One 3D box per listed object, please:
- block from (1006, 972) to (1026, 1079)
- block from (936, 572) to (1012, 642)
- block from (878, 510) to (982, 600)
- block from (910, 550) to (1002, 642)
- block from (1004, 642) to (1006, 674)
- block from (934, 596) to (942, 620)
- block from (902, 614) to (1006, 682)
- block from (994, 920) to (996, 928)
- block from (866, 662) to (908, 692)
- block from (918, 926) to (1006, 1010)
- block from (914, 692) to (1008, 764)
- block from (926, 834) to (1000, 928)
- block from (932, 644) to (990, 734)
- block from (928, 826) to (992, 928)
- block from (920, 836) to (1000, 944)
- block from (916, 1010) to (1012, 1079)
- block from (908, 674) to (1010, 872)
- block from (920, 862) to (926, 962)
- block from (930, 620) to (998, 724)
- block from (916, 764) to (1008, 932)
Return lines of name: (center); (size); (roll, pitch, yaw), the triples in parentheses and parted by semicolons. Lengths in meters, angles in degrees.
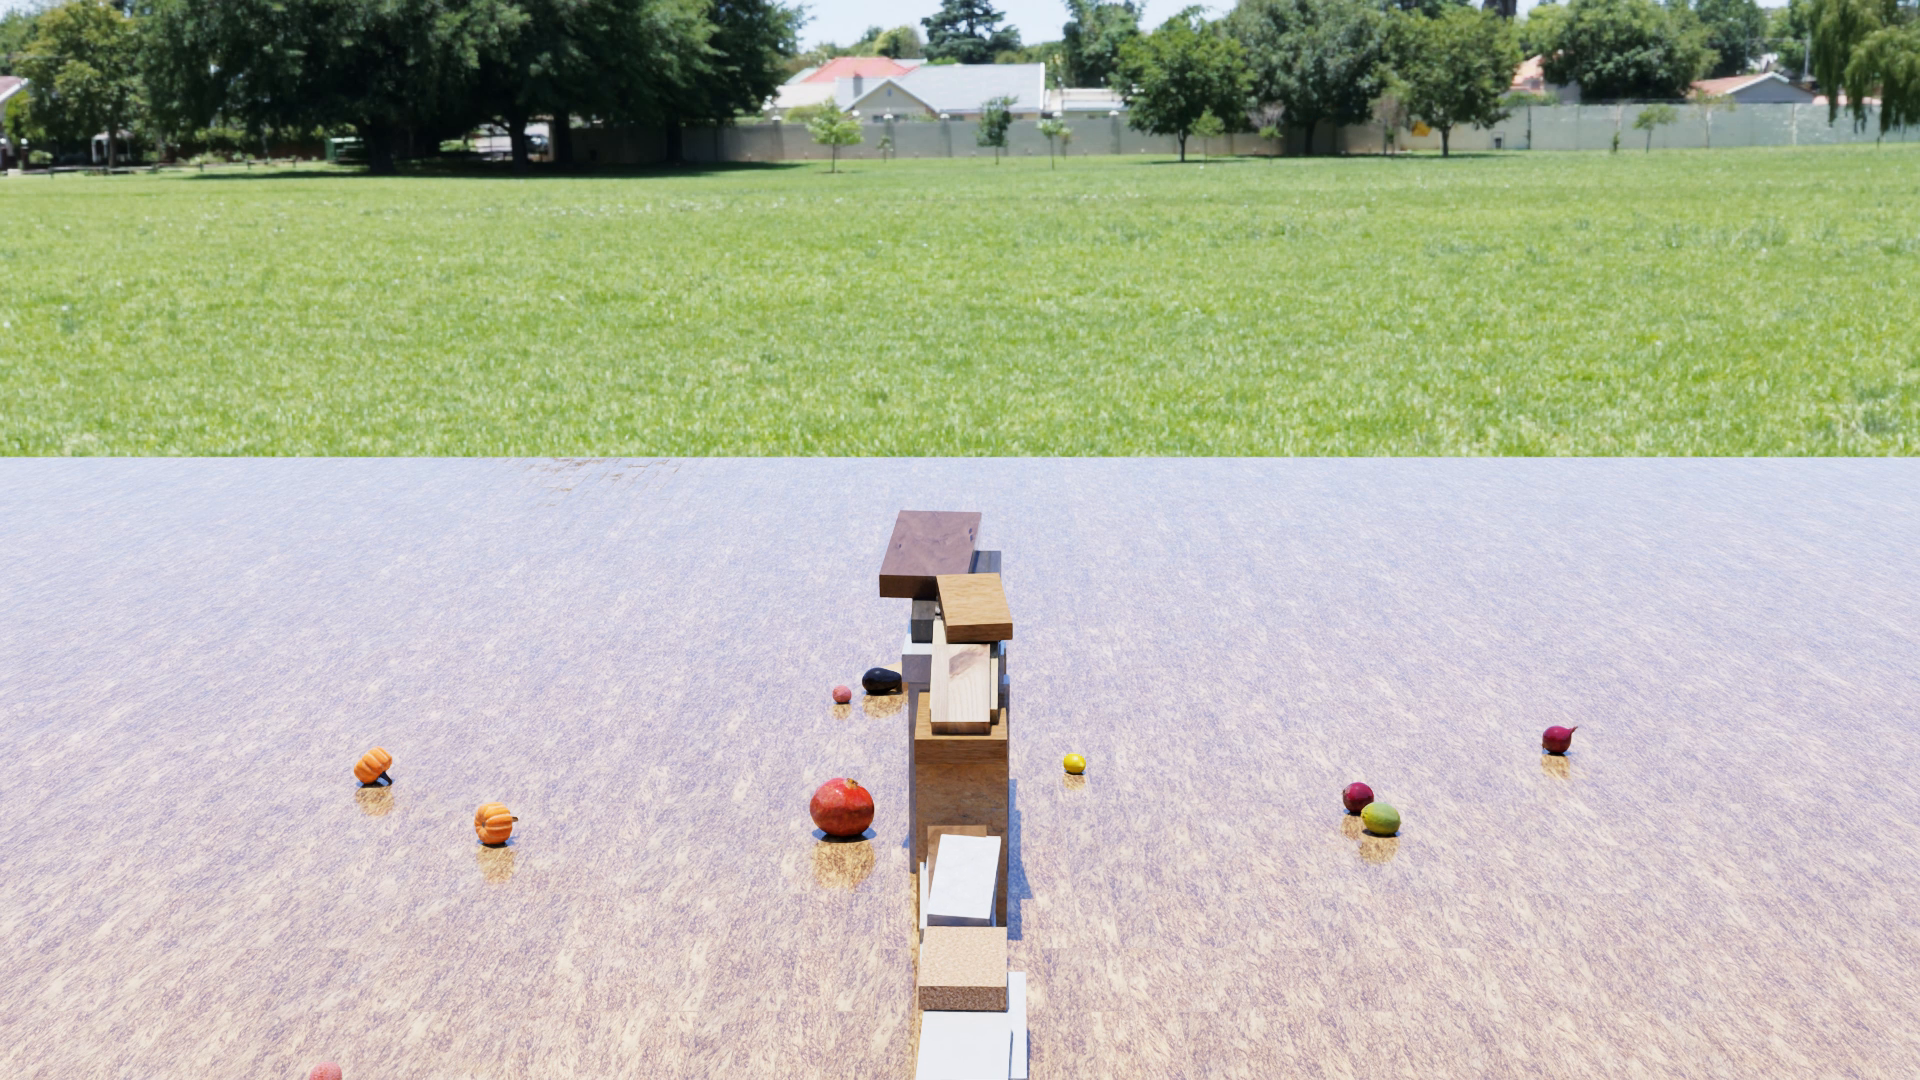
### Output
block: (0.031, 0.671, 2.992); (0.118, 0.034, 0.237); (0, 24, 1)
block: (0.023, 0.111, 3.658); (0.107, 0.030, 0.214); (-2, 22, -5)
block: (-0.050, 0.024, 3.953); (0.153, 0.043, 0.306); (1, 22, 5)
block: (-0.004, 0.097, 3.888); (0.153, 0.043, 0.306); (0, 22, 1)
block: (-0.002, 0.357, 3.990); (0.171, 0.341, 0.048); (0, 11, 0)
block: (0.010, 0.176, 3.662); (0.107, 0.030, 0.214); (1, 39, 2)
block: (-0.008, 0.185, 3.840); (0.171, 0.048, 0.341); (0, 10, 2)
block: (0.000, 0.610, 3.270); (0.109, 0.031, 0.219); (0, 32, -1)
block: (-0.105, 0.308, 5.103); (0.109, 0.031, 0.218); (8, 13, 38)
block: (0.006, 0.595, 3.064); (0.118, 0.034, 0.237); (0, 9, 1)
block: (0.002, 0.302, 3.542); (0.143, 0.041, 0.286); (0, 11, 0)
block: (0.007, 0.509, 3.271); (0.091, 0.026, 0.182); (4, 32, 5)
block: (0.002, 0.235, 3.492); (0.091, 0.026, 0.182); (0, 38, 1)
block: (-0.002, 0.521, 3.300); (0.091, 0.026, 0.259); (0, 32, -1)
block: (0.001, 0.530, 3.340); (0.109, 0.031, 0.219); (2, 32, 3)
block: (0.004, 0.694, 2.860); (0.118, 0.034, 0.237); (1, 25, 3)
block: (-0.001, 0.399, 3.753); (0.171, 0.341, 0.048); (0, 15, 0)
block: (-0.006, 0.583, 3.373); (0.109, 0.031, 0.219); (0, 36, -1)
block: (0.008, 0.212, 3.566); (0.107, 0.030, 0.214); (0, 38, 1)
block: (0.003, 0.479, 3.485); (0.143, 0.286, 0.041); (0, 11, 2)
